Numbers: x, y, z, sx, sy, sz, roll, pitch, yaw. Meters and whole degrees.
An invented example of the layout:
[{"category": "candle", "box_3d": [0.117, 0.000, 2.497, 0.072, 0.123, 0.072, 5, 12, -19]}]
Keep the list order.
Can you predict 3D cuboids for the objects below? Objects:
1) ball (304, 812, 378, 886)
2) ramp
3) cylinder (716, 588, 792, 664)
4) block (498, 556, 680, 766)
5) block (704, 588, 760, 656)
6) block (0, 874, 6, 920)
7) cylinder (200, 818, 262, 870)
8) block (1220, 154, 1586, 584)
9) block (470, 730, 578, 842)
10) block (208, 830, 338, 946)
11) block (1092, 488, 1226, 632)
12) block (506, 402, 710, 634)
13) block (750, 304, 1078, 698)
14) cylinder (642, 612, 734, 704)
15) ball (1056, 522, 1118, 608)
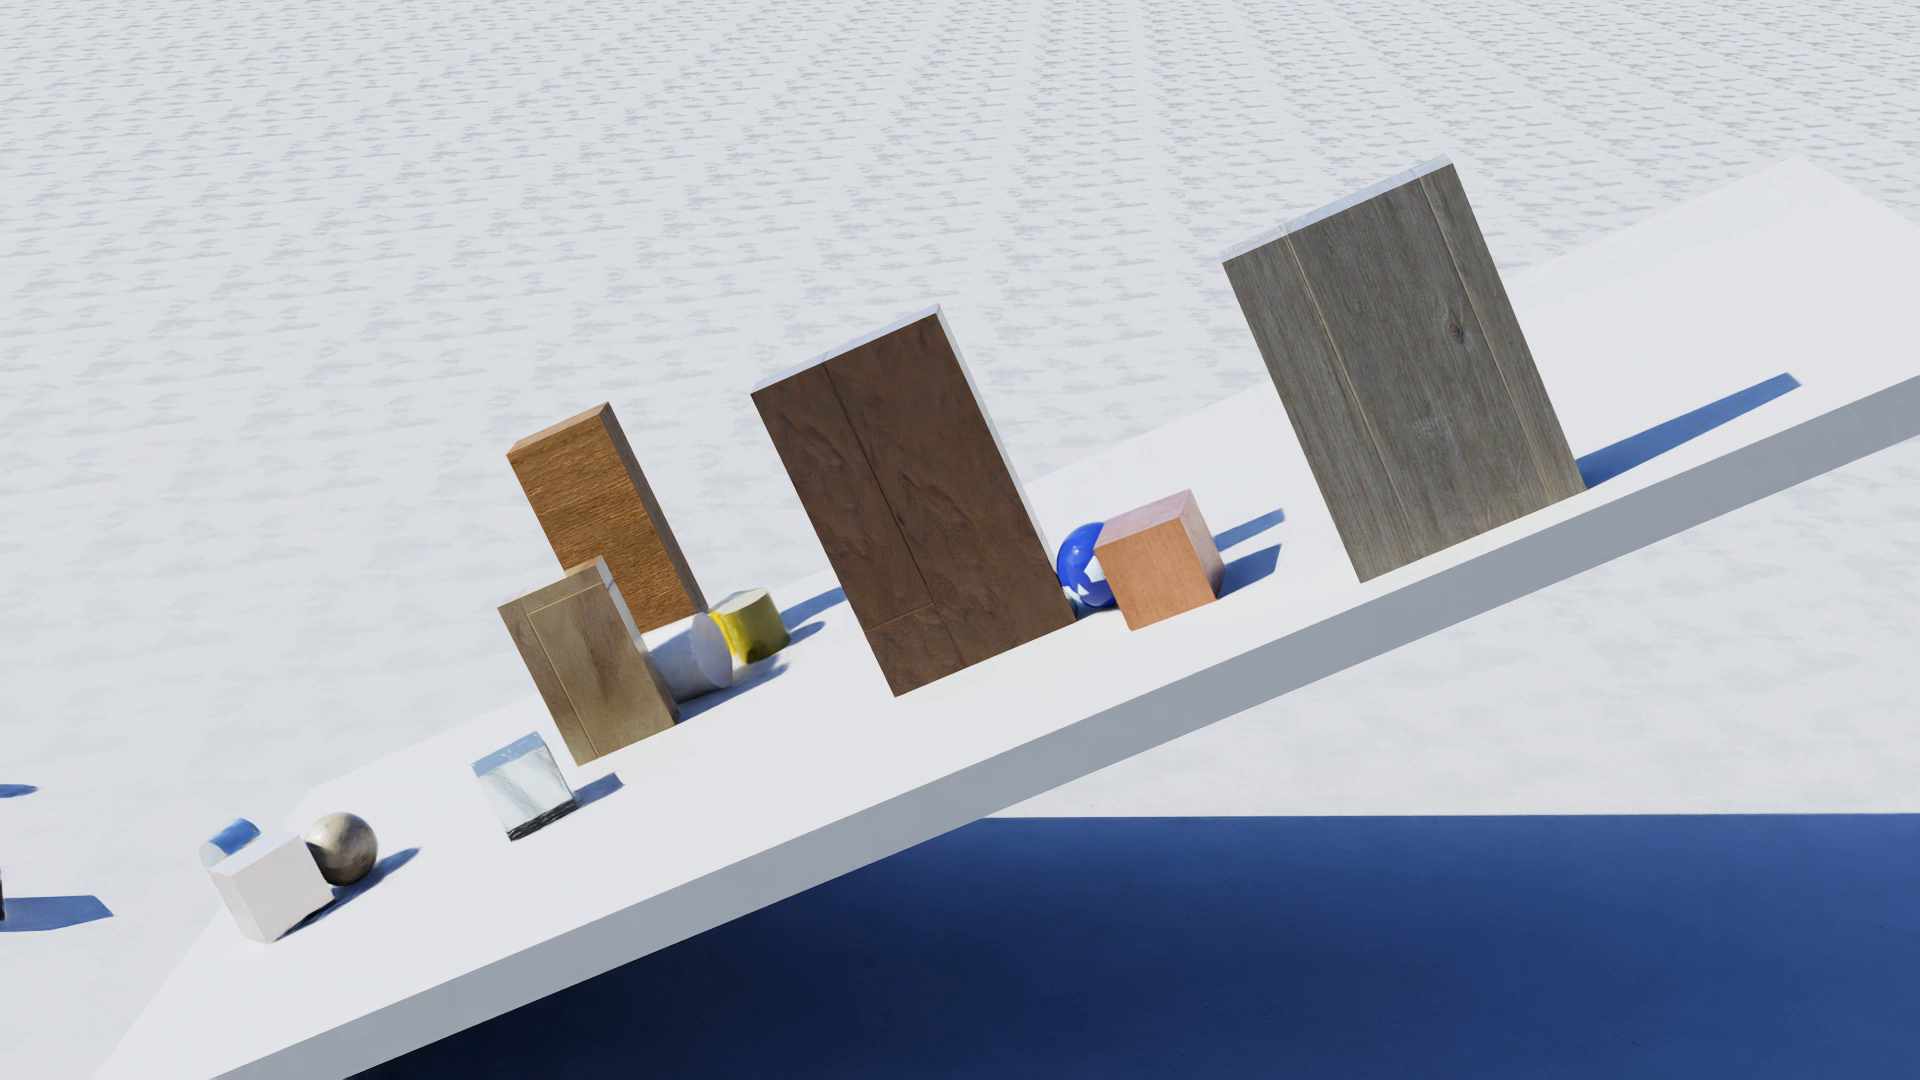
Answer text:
[{"category": "ball", "box_3d": [-1.355, 0.676, 6.437, 0.161, 0.161, 0.161, 0, 15, 0]}, {"category": "ramp", "box_3d": [0.133, 0.170, 6.284, 4.000, 0.100, 2.000, -23, 13, 8]}, {"category": "cylinder", "box_3d": [-0.474, 0.199, 6.777, 0.130, 0.130, 0.130, -24, 13, 6]}, {"category": "block", "box_3d": [-0.822, 0.269, 6.523, 0.243, 0.404, 0.084, -23, 13, 8]}, {"category": "block", "box_3d": [-0.512, 0.193, 6.907, 0.114, 0.114, 0.114, -10, 19, 48]}, {"category": "block", "box_3d": [-2.360, 0.813, 6.929, 0.159, 0.159, 0.159, -10, 18, -33]}, {"category": "cylinder", "box_3d": [-1.728, 0.739, 6.994, 0.111, 0.111, 0.111, 9, 32, 31]}, {"category": "block", "box_3d": [0.793, -0.304, 5.273, 0.435, 0.641, 0.122, -23, 13, 8]}, {"category": "block", "box_3d": [-0.927, 0.524, 6.257, 0.158, 0.158, 0.158, -27, 13, -11]}, {"category": "block", "box_3d": [-1.489, 0.750, 6.364, 0.172, 0.172, 0.172, -32, 14, -27]}, {"category": "block", "box_3d": [0.389, 0.038, 5.699, 0.181, 0.181, 0.181, -21, 13, 17]}, {"category": "block", "box_3d": [-0.803, 0.025, 6.911, 0.240, 0.648, 0.141, -23, 13, 8]}, {"category": "block", "box_3d": [-0.087, -0.076, 5.897, 0.403, 0.687, 0.109, -23, 13, 8]}, {"category": "cylinder", "box_3d": [-0.636, 0.277, 6.656, 0.179, 0.179, 0.179, -20, 8, 20]}, {"category": "ball", "box_3d": [0.279, 0.049, 5.882, 0.173, 0.173, 0.173, 0, 15, 0]}]
